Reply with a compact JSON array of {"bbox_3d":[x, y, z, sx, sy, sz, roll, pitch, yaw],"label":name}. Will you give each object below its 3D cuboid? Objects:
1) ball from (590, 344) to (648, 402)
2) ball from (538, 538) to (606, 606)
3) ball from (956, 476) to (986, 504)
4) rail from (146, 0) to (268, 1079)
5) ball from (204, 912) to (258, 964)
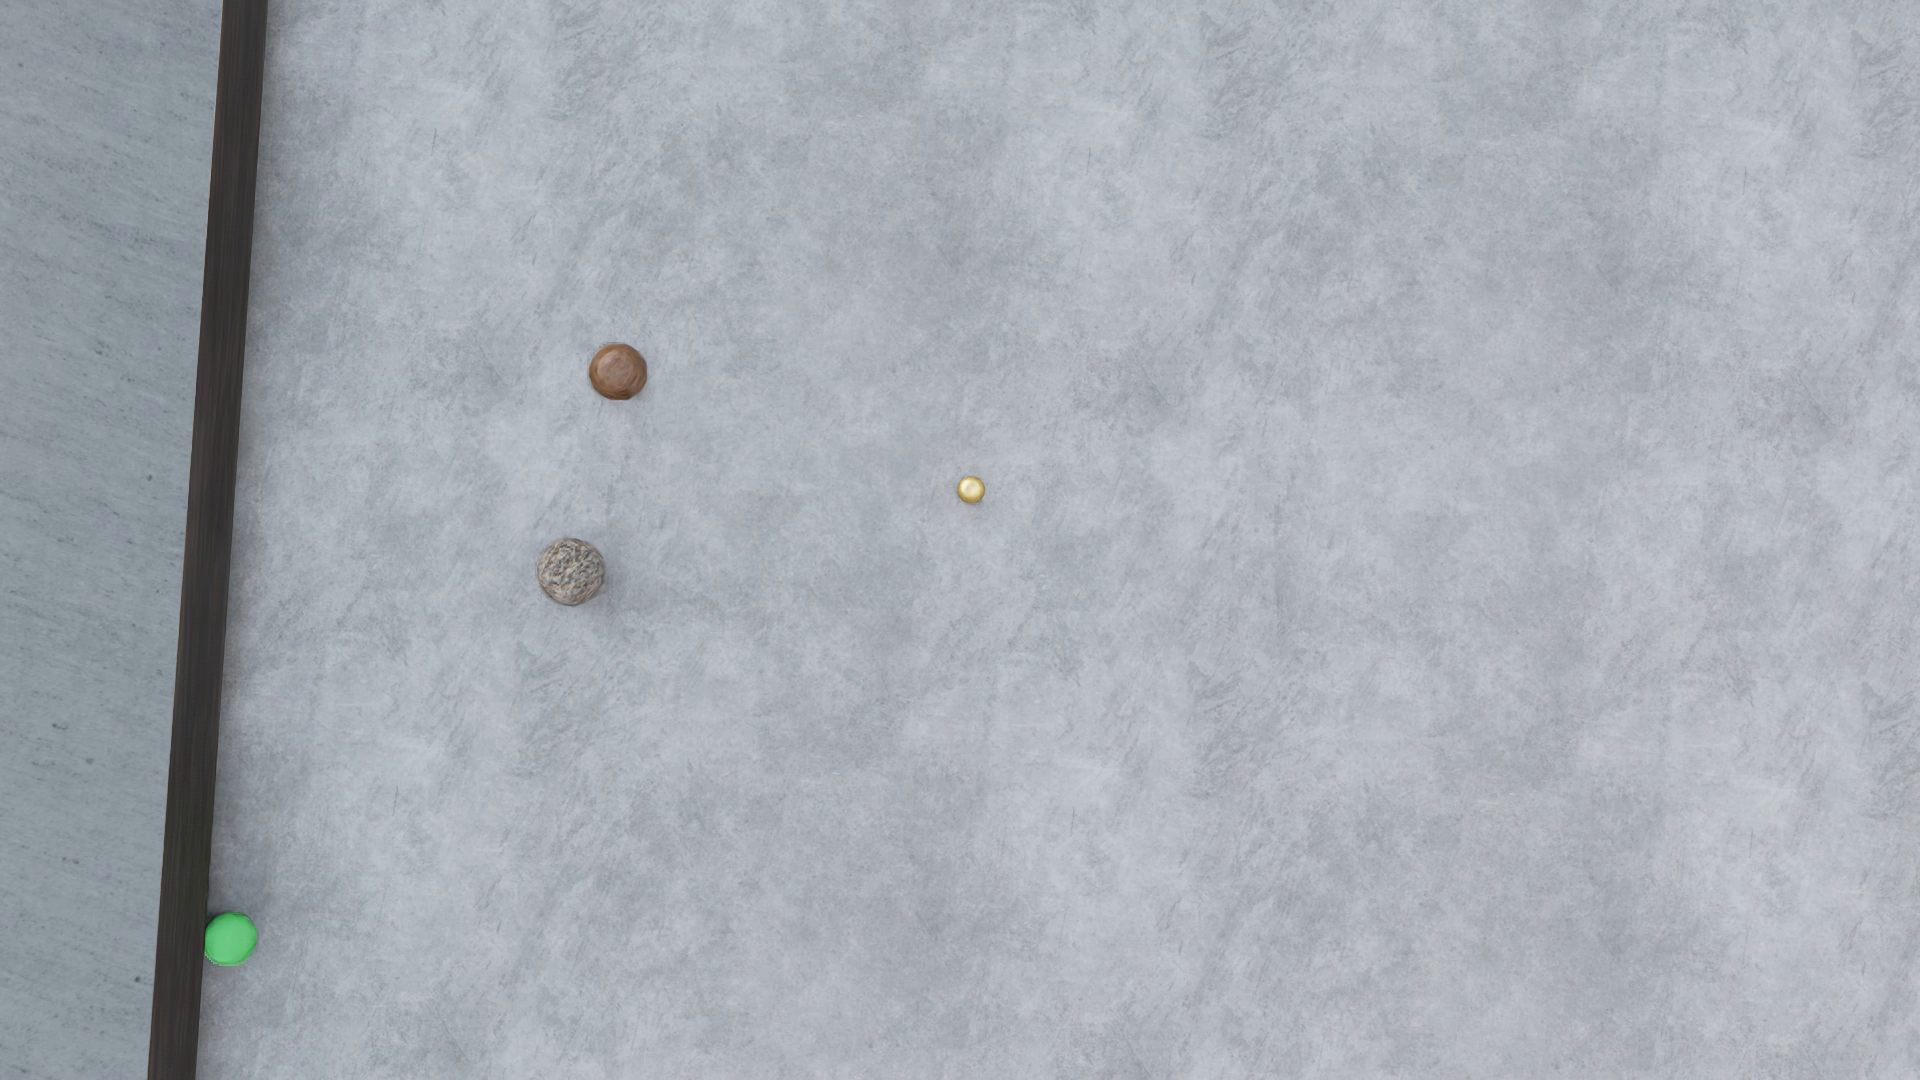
[{"bbox_3d":[-0.508,-0.250,3.274,0.086,0.086,0.086,0,84,0],"label":"ball"},{"bbox_3d":[-0.571,0.047,3.234,0.100,0.100,0.100,0,84,0],"label":"ball"},{"bbox_3d":[0.017,-0.075,3.276,0.042,0.042,0.042,0,84,0],"label":"ball"},{"bbox_3d":[-1.090,-0.036,3.227,0.045,0.129,2.544,2,84,0],"label":"rail"},{"bbox_3d":[-1.057,0.577,3.187,0.075,0.075,0.075,0,84,0],"label":"ball"}]
